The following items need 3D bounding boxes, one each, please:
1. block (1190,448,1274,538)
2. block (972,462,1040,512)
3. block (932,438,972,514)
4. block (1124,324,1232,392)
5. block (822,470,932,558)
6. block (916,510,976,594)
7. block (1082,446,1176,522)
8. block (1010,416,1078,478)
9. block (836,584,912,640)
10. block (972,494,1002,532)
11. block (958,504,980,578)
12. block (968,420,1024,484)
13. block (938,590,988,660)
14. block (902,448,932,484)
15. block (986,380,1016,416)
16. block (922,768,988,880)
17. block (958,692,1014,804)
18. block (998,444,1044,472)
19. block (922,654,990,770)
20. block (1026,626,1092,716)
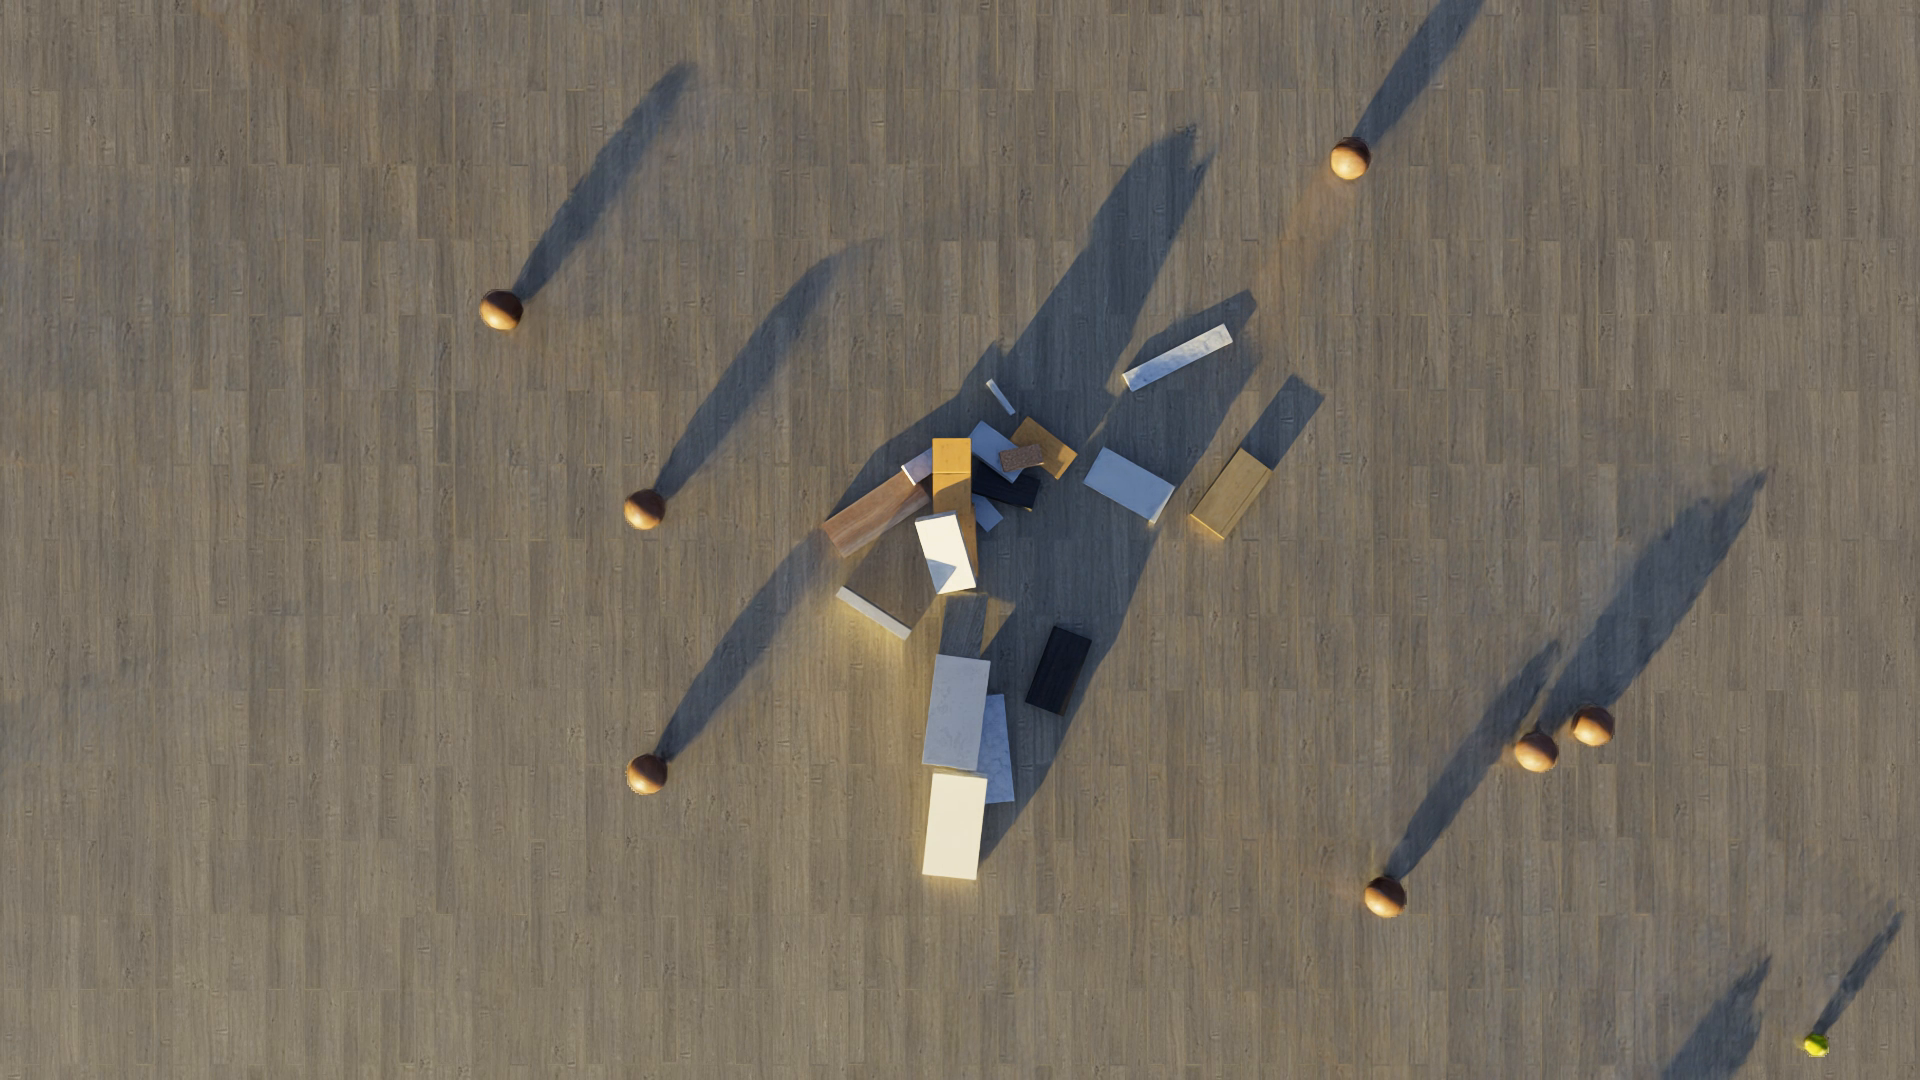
[{"bbox_3d":[0.903,-0.155,5.481,0.137,0.039,0.274,36,90,0],"label":"block"},{"bbox_3d":[0.152,-0.178,5.472,0.210,0.030,0.105,18,76,-1],"label":"block"},{"bbox_3d":[-0.025,-0.207,5.368,0.123,0.035,0.246,0,92,6],"label":"block"},{"bbox_3d":[0.725,-0.607,5.490,0.374,0.019,0.068,-27,90,0],"label":"block"},{"bbox_3d":[-0.277,-0.090,5.481,0.347,0.039,0.137,-34,90,0],"label":"block"},{"bbox_3d":[-0.045,0.041,5.400,0.135,0.038,0.269,-11,115,12],"label":"block"},{"bbox_3d":[0.561,-0.184,5.481,0.275,0.039,0.137,29,90,0],"label":"block"},{"bbox_3d":[0.275,-0.307,5.485,0.210,0.030,0.105,38,90,0],"label":"block"},{"bbox_3d":[-0.281,0.238,5.433,0.269,0.135,0.038,33,90,0],"label":"block"},{"bbox_3d":[0.069,-0.104,5.490,0.073,0.021,0.146,-42,90,0],"label":"block"},{"bbox_3d":[-0.006,0.003,5.441,0.123,0.035,0.246,-2,107,7],"label":"block"},{"bbox_3d":[0.122,-0.292,5.466,0.210,0.030,0.105,37,77,4],"label":"block"},{"bbox_3d":[0.009,0.303,5.437,0.134,0.038,0.268,8,72,2],"label":"block"},{"bbox_3d":[-0.113,-0.252,5.467,0.146,0.021,0.073,-34,90,-18],"label":"block"},{"bbox_3d":[0.136,-0.471,5.466,0.019,0.068,0.135,-36,90,0],"label":"block"},{"bbox_3d":[-0.017,0.936,5.437,0.177,0.050,0.354,6,103,0],"label":"block"},{"bbox_3d":[0.074,0.695,5.475,0.177,0.050,0.354,-6,90,0],"label":"block"},{"bbox_3d":[0.202,-0.271,5.442,0.135,0.019,0.068,-12,78,-7],"label":"block"},{"bbox_3d":[-0.011,0.557,5.340,0.177,0.050,0.354,7,85,2],"label":"block"},{"bbox_3d":[0.328,0.436,5.481,0.135,0.038,0.269,21,90,0],"label":"block"}]
